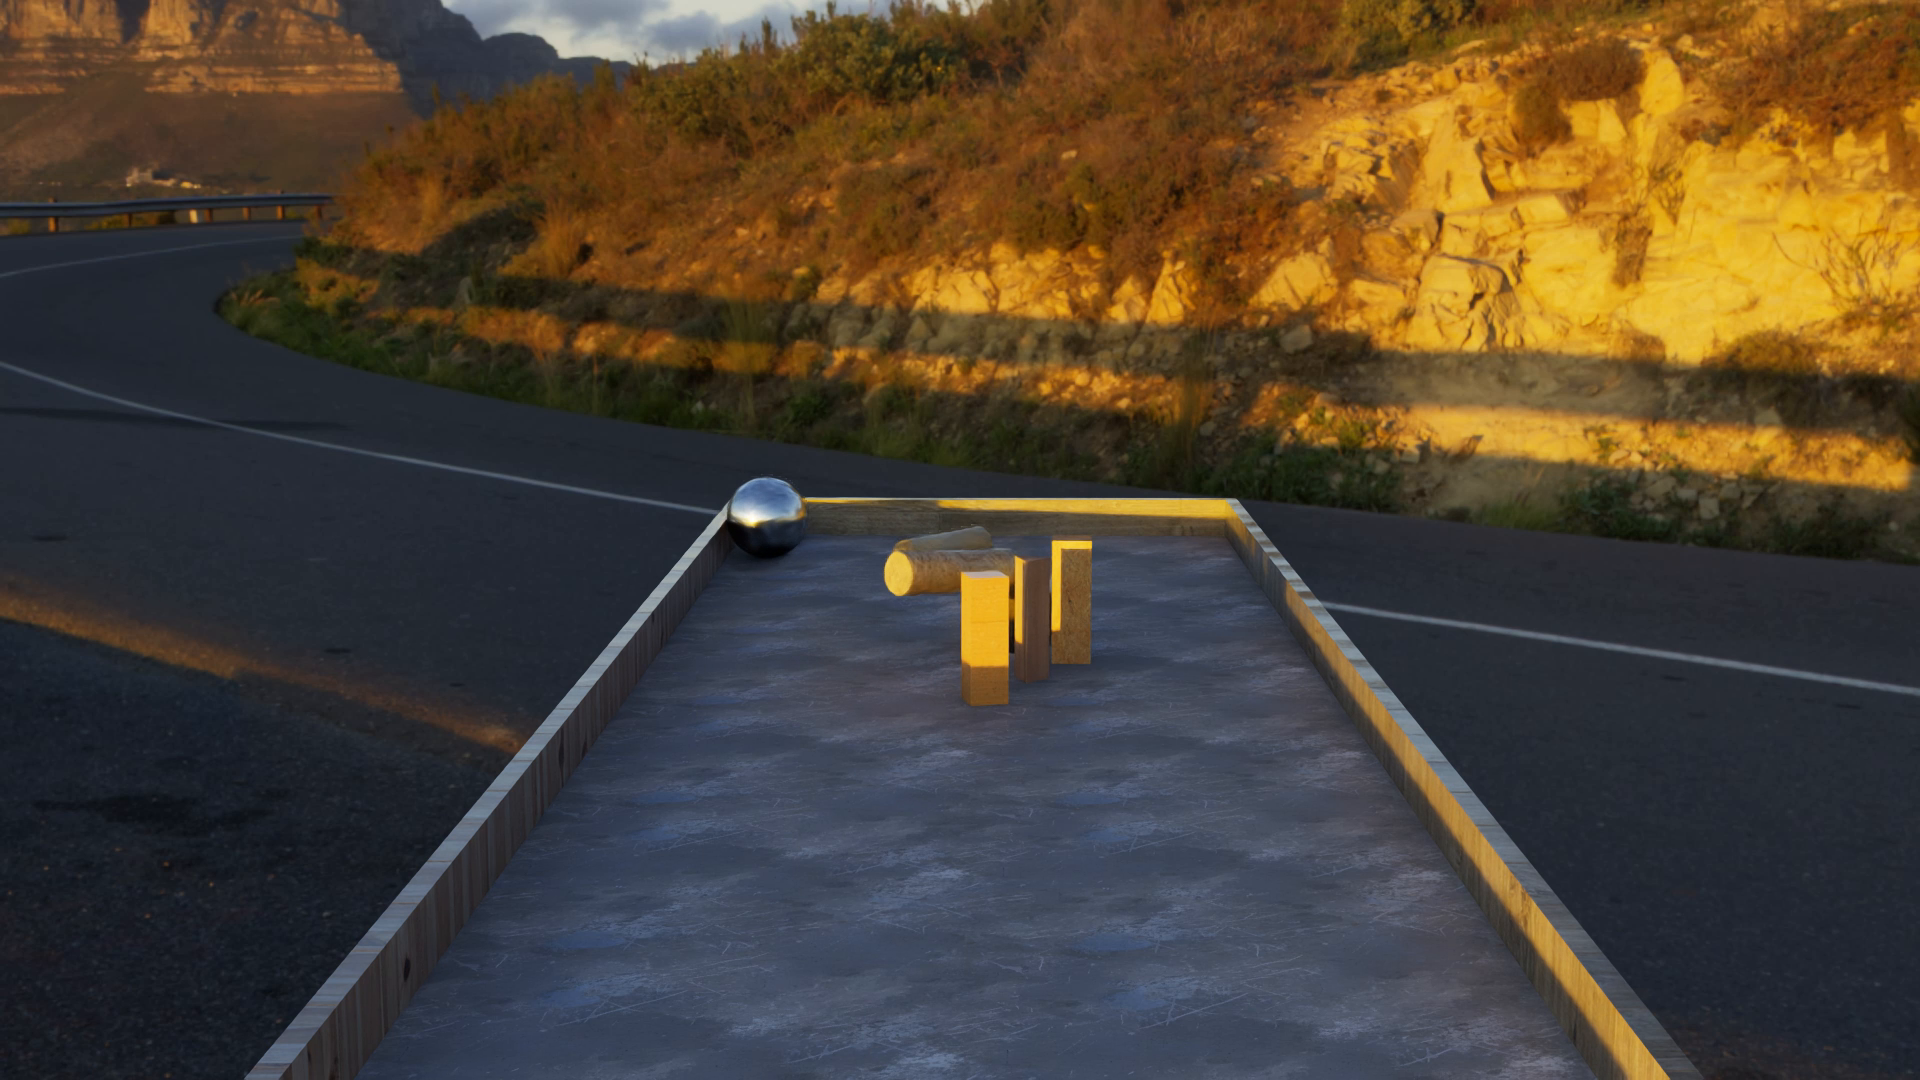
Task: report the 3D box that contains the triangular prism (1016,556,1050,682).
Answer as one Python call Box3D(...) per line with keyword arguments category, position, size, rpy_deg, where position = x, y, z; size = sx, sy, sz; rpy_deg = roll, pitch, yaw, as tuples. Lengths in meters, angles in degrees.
Box3D(category="triangular prism", position=(0.195, 0.228, 6.424), size=(0.087, 0.358, 0.101), rpy_deg=(8, 12, 42))

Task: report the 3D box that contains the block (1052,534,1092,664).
Box3D(category="block", position=(0.339, 0.179, 6.677), size=(0.118, 0.376, 0.118), rpy_deg=(0, 9, 3))

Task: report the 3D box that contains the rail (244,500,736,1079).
Box3D(category="rail", position=(-1.004, 0.839, 3.234), size=(0.050, 0.150, 12.000), rpy_deg=(0, 9, 1))

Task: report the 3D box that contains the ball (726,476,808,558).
Box3D(category="ball", position=(-0.751, -0.087, 8.551), size=(0.316, 0.316, 0.316), rpy_deg=(0, 9, 0))

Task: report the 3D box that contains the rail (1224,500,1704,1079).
Box3D(category="rail", position=(1.046, 0.843, 3.208), size=(0.050, 0.150, 12.000), rpy_deg=(0, 9, 1))

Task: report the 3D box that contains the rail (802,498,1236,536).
Box3D(category="rail", position=(0.099, -0.098, 9.147), size=(2.100, 0.150, 0.050), rpy_deg=(0, 9, 1))

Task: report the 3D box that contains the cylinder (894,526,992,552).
Box3D(category="cylinder", position=(-0.063, 0.037, 8.362), size=(0.127, 0.127, 0.443), rpy_deg=(7, 12, 38))

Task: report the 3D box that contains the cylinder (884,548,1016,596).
Box3D(category="cylinder", position=(-0.019, 0.100, 6.924), size=(0.447, 0.135, 0.135), rpy_deg=(-2, 8, -40))

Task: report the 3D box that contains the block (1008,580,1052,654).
Box3D(category="block", position=(0.225, 0.239, 6.963), size=(0.169, 0.169, 0.356), rpy_deg=(7, 12, 39))

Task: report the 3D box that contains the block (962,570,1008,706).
Box3D(category="block", position=(0.070, 0.273, 6.138), size=(0.108, 0.359, 0.108), rpy_deg=(-2, 9, -14))
